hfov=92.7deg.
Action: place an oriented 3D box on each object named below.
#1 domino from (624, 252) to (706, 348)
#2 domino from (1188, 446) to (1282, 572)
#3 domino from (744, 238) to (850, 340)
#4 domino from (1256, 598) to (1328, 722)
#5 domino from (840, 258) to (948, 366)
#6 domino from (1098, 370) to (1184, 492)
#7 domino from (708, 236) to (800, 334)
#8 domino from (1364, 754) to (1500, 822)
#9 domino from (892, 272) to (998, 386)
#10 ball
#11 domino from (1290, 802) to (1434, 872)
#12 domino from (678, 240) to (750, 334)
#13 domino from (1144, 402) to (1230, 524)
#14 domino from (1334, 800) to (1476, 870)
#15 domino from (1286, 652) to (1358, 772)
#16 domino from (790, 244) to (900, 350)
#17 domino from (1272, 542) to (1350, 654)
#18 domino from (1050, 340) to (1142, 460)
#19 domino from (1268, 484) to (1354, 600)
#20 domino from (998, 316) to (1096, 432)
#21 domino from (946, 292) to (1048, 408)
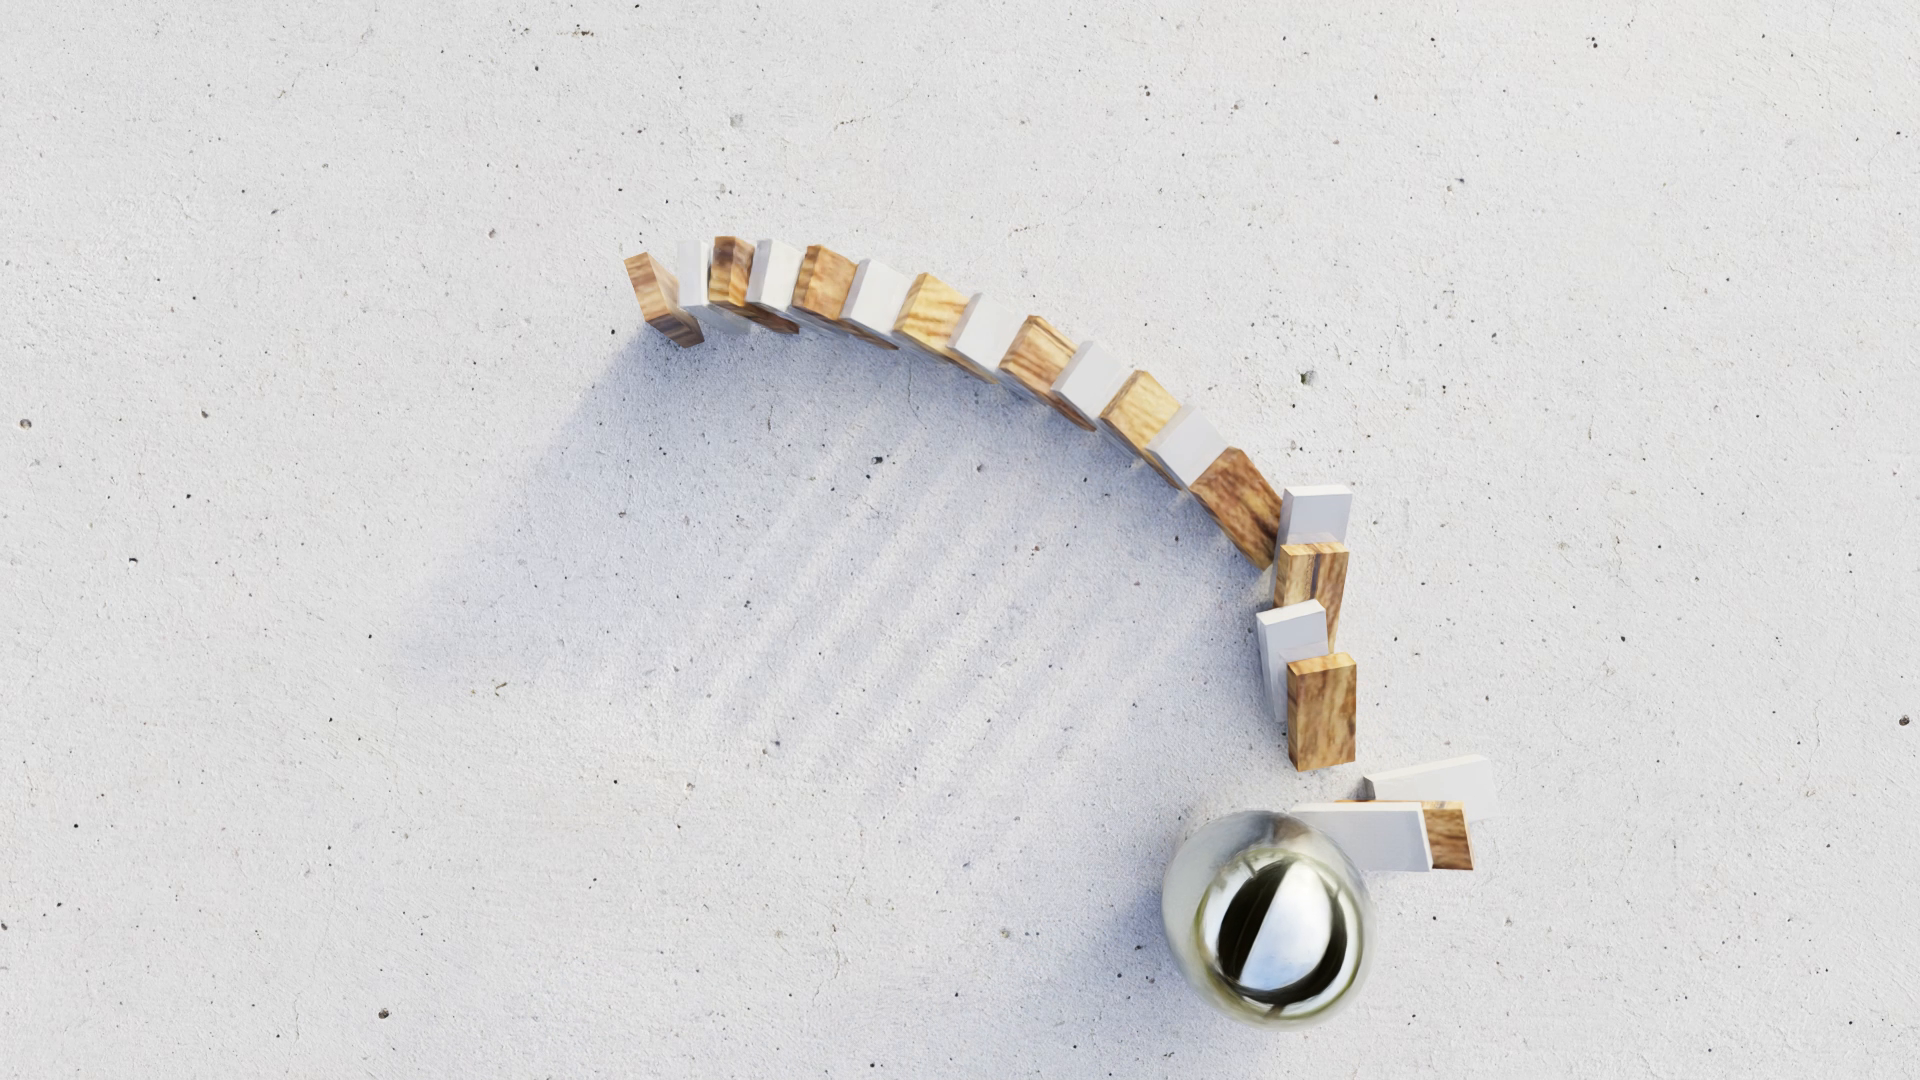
[{"bbox_3d":[-0.120,-0.097,0.375,0.010,0.050,0.025,-20,90,0],"label":"domino"},{"bbox_3d":[0.121,-0.013,0.386,0.025,0.009,0.050,-46,113,0],"label":"domino"},{"bbox_3d":[-0.064,-0.102,0.377,0.009,0.050,0.025,12,90,36],"label":"domino"},{"bbox_3d":[0.141,0.051,0.385,0.025,0.010,0.050,-15,115,1],"label":"domino"},{"bbox_3d":[-0.023,-0.094,0.382,0.050,0.010,0.025,20,90,-36],"label":"domino"},{"bbox_3d":[0.084,-0.046,0.385,0.050,0.009,0.025,38,90,-25],"label":"domino"},{"bbox_3d":[-0.082,-0.103,0.375,0.010,0.050,0.025,7,90,23],"label":"domino"},{"bbox_3d":[0.203,0.110,0.395,0.050,0.010,0.025,-11,90,0],"label":"domino"},{"bbox_3d":[-0.001,-0.088,0.383,0.050,0.010,0.025,24,90,-31],"label":"domino"},{"bbox_3d":[0.120,0.148,0.360,0.080,0.080,0.080,0,90,0],"label":"ball"},{"bbox_3d":[0.167,0.124,0.382,0.050,0.010,0.025,-12,90,34],"label":"domino"},{"bbox_3d":[-0.100,-0.102,0.375,0.010,0.050,0.025,-1,90,8],"label":"domino"},{"bbox_3d":[0.103,-0.031,0.385,0.050,0.010,0.025,42,90,-25],"label":"domino"},{"bbox_3d":[0.184,0.122,0.382,0.050,0.009,0.025,-10,90,34],"label":"domino"},{"bbox_3d":[0.152,0.073,0.385,0.025,0.009,0.050,-11,115,0],"label":"domino"},{"bbox_3d":[-0.044,-0.099,0.380,0.050,0.010,0.025,17,90,-43],"label":"domino"},{"bbox_3d":[0.146,0.026,0.384,0.025,0.010,0.050,-4,115,-4],"label":"domino"},{"bbox_3d":[0.064,-0.058,0.385,0.050,0.009,0.025,35,90,-25],"label":"domino"},{"bbox_3d":[0.147,0.002,0.384,0.025,0.009,0.050,-3,115,-5],"label":"domino"},{"bbox_3d":[0.043,-0.069,0.385,0.050,0.009,0.025,31,90,-26],"label":"domino"},{"bbox_3d":[0.021,-0.079,0.384,0.050,0.010,0.025,28,90,-28],"label":"domino"}]
